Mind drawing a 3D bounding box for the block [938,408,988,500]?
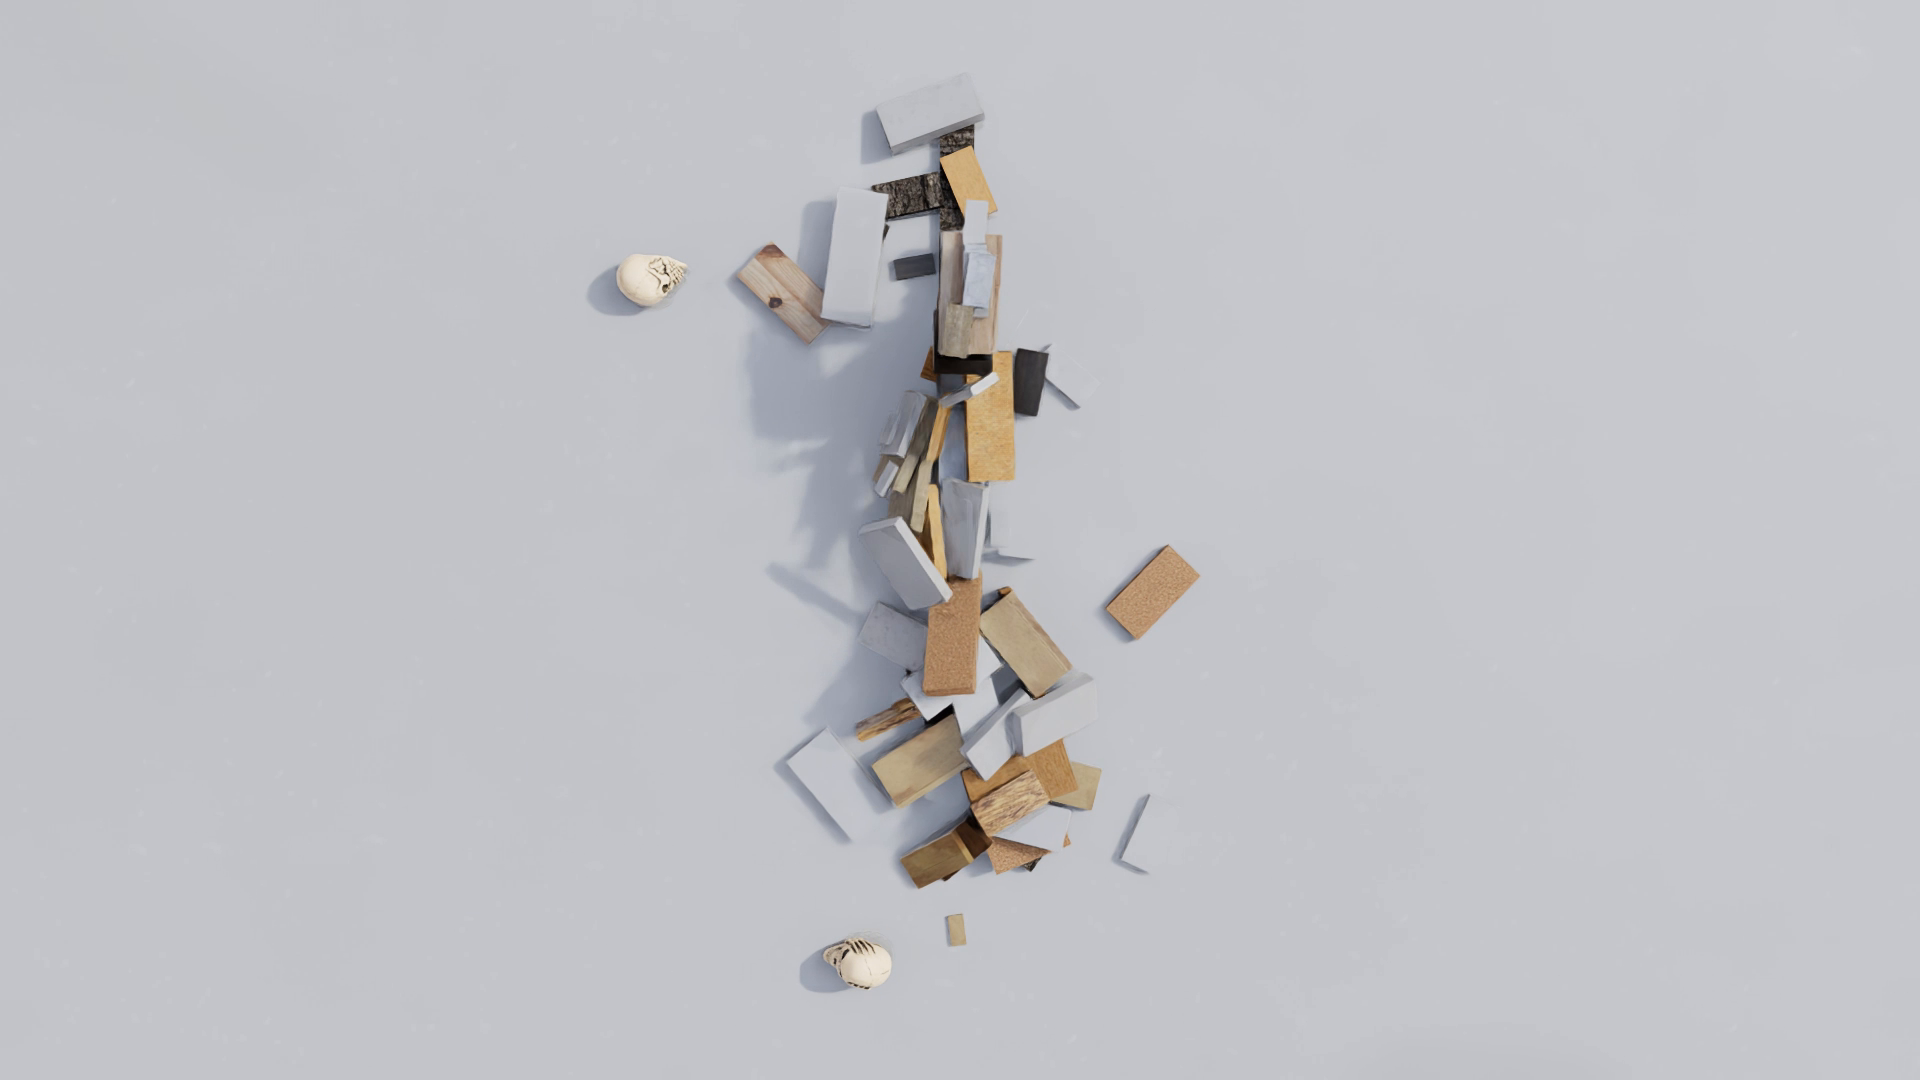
[{"bbox_3d":[0.010,-0.264,5.328,0.161,0.046,0.322,0,102,0],"label":"block"}]

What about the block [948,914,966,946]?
[{"bbox_3d":[-0.009,1.299,5.493,0.050,0.014,0.101,-7,90,0],"label":"block"}]

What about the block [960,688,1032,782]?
[{"bbox_3d":[0.138,0.629,5.321,0.283,0.040,0.142,-44,123,-16],"label":"block"}]

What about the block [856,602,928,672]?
[{"bbox_3d":[-0.191,0.326,5.395,0.298,0.042,0.149,26,89,36],"label":"block"}]

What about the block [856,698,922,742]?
[{"bbox_3d":[-0.230,0.589,5.439,0.234,0.117,0.033,-24,102,0],"label":"block"}]

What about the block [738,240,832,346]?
[{"bbox_3d":[-0.565,-0.820,5.477,0.326,0.046,0.163,44,90,0],"label":"block"}]

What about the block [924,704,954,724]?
[{"bbox_3d":[-0.047,0.471,5.450,0.140,0.040,0.279,0,102,0],"label":"block"}]

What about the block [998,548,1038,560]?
[{"bbox_3d":[0.191,0.047,5.468,0.128,0.064,0.018,8,90,0],"label":"block"}]

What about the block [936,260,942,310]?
[{"bbox_3d":[0.026,-0.818,5.178,0.180,0.373,0.051,3,71,-3],"label":"block"}]

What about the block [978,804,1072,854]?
[{"bbox_3d":[0.211,0.923,5.403,0.281,0.040,0.140,12,76,10],"label":"block"}]

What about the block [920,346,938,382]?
[{"bbox_3d":[-0.090,-0.586,5.492,0.054,0.015,0.109,19,90,0],"label":"block"}]

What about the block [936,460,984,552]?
[{"bbox_3d":[0.001,-0.118,5.425,0.161,0.046,0.322,1,109,0],"label":"block"}]

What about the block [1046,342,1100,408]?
[{"bbox_3d":[0.355,-0.548,5.485,0.210,0.030,0.105,41,90,0],"label":"block"}]

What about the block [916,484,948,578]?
[{"bbox_3d":[-0.115,-0.018,5.338,0.043,0.151,0.302,-5,87,-34],"label":"block"}]

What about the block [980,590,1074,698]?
[{"bbox_3d":[0.204,0.338,5.333,0.158,0.045,0.317,-39,93,-6],"label":"block"}]

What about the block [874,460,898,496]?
[{"bbox_3d":[-0.234,-0.196,5.261,0.015,0.054,0.108,23,103,-30],"label":"block"}]

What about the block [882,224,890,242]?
[{"bbox_3d":[-0.294,-1.042,5.492,0.109,0.015,0.054,25,90,0],"label":"block"}]

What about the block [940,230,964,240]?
[{"bbox_3d":[-0.001,-0.909,5.427,0.108,0.031,0.216,-4,115,2],"label":"block"}]

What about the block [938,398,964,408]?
[{"bbox_3d":[0.001,-0.307,5.405,0.161,0.046,0.322,1,118,0],"label":"block"}]

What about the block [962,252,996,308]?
[{"bbox_3d":[0.056,-0.773,4.898,0.079,0.022,0.158,6,114,-6],"label":"block"}]

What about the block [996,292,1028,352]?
[{"bbox_3d":[0.132,-0.707,5.485,0.104,0.029,0.207,31,90,0],"label":"block"}]

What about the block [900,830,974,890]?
[{"bbox_3d":[-0.077,1.051,5.426,0.234,0.033,0.117,-32,90,31],"label":"block"}]

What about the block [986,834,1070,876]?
[{"bbox_3d":[0.219,0.991,5.443,0.266,0.038,0.133,-22,90,0],"label":"block"}]

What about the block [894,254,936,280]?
[{"bbox_3d":[-0.151,-0.910,5.491,0.133,0.019,0.067,-10,90,0],"label":"block"}]

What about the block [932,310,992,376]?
[{"bbox_3d":[0.006,-0.622,5.192,0.180,0.359,0.051,2,122,-2],"label":"block"}]

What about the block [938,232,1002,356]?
[{"bbox_3d":[0.029,-0.746,4.990,0.180,0.051,0.359,2,102,-3],"label":"block"}]

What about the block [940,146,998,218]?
[{"bbox_3d":[0.028,-1.174,5.452,0.114,0.032,0.228,-23,90,0],"label":"block"}]

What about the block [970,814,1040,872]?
[{"bbox_3d":[0.164,0.972,5.481,0.266,0.038,0.133,35,90,0],"label":"block"}]

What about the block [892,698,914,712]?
[{"bbox_3d":[-0.187,0.541,5.415,0.050,0.100,0.014,-23,96,-13],"label":"block"}]

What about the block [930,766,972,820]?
[{"bbox_3d":[-0.031,0.796,5.481,0.133,0.038,0.266,2,90,0],"label":"block"}]

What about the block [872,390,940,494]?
[{"bbox_3d":[-0.169,-0.317,5.301,0.045,0.159,0.319,23,91,-30],"label":"block"}]

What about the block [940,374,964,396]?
[{"bbox_3d":[-0.006,-0.508,5.366,0.114,0.032,0.229,0,108,0],"label":"block"}]

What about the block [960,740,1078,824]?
[{"bbox_3d":[0.193,0.786,5.378,0.347,0.049,0.174,-17,83,-7],"label":"block"}]

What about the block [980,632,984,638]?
[{"bbox_3d":[-0.038,0.380,5.391,0.139,0.040,0.279,26,101,-5],"label":"block"}]
